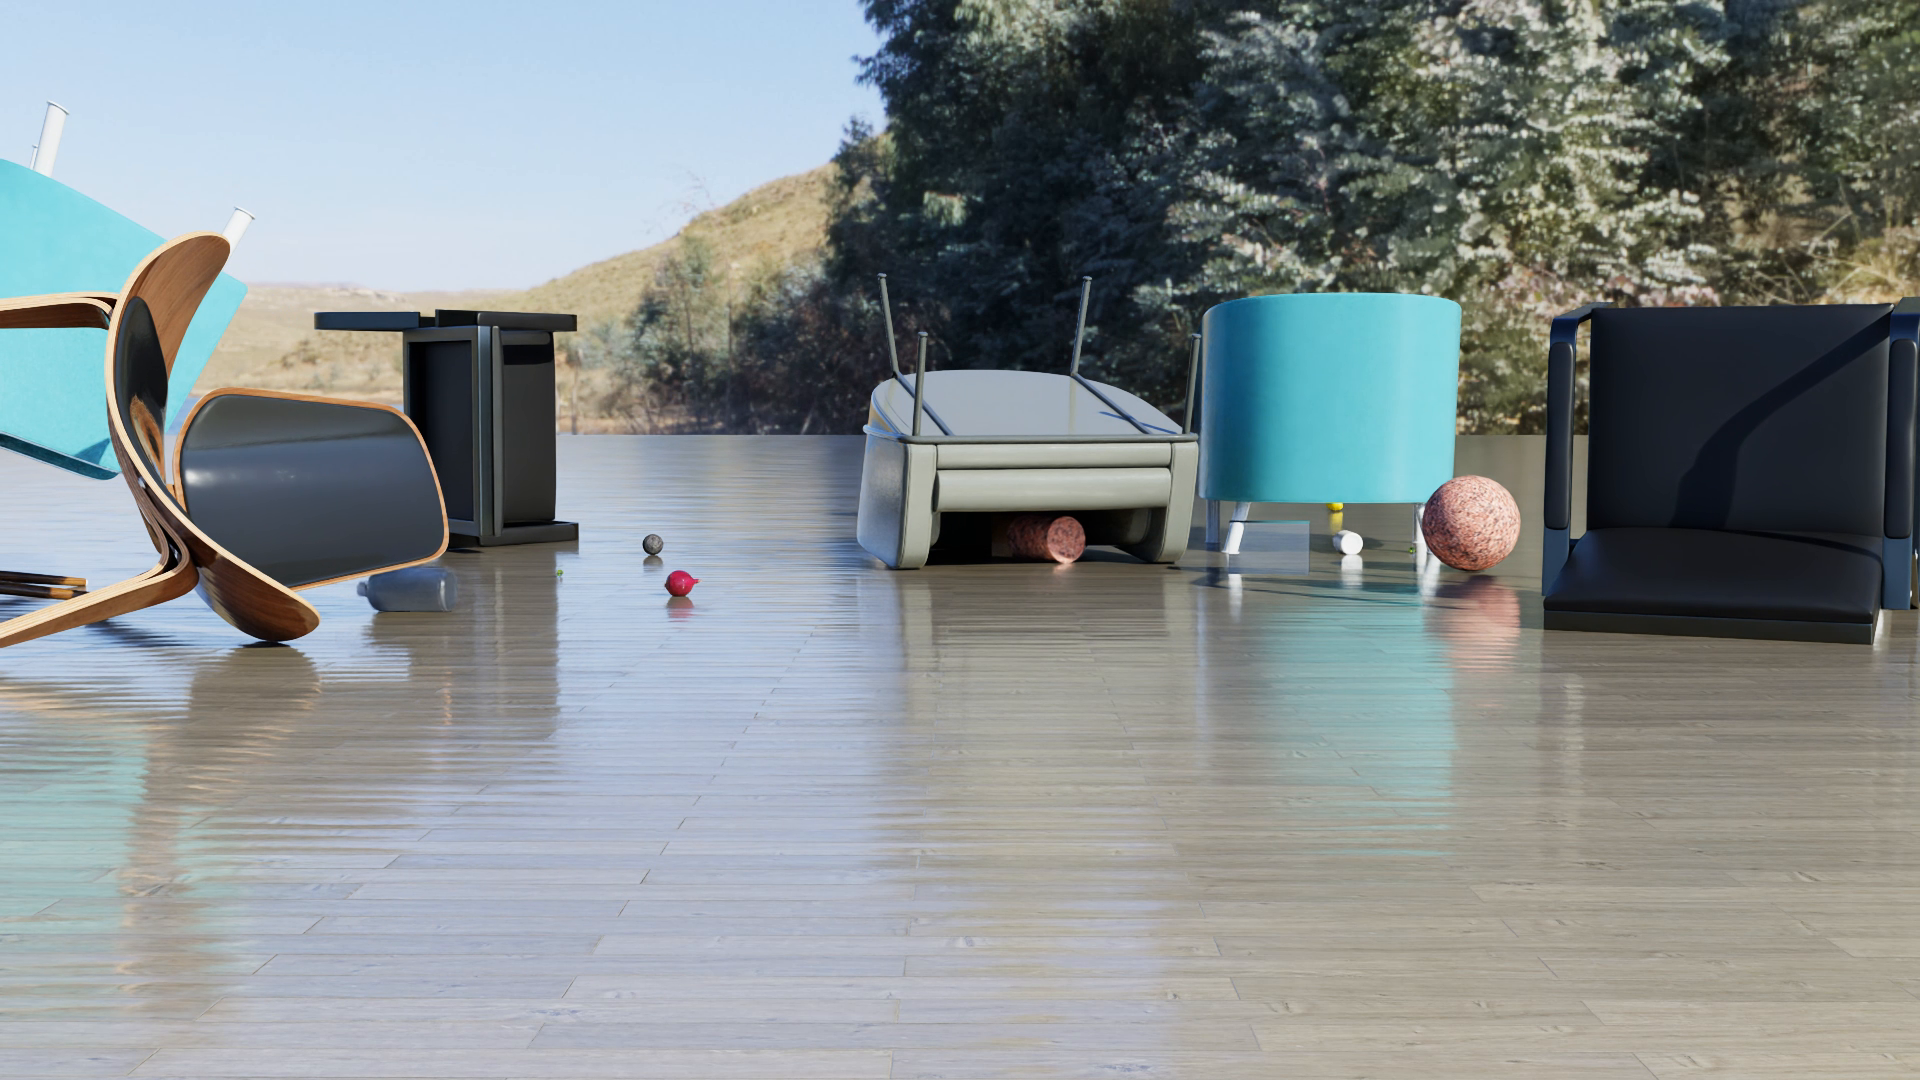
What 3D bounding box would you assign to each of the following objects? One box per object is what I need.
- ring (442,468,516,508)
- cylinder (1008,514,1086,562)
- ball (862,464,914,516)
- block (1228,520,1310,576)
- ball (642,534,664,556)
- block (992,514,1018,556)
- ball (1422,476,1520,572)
[{"bbox_3d":[-1.815,-0.193,8.297,0.284,0.144,0.259,-3,-3,38],"label":"ring"},{"bbox_3d":[0.224,-0.006,5.740,0.131,0.120,0.164,27,-13,-36],"label":"cylinder"},{"bbox_3d":[-0.254,-0.175,7.776,0.182,0.182,0.182,0,4,0],"label":"ball"},{"bbox_3d":[0.754,0.018,5.365,0.194,0.125,0.085,1,4,8],"label":"block"},{"bbox_3d":[-0.831,0.012,5.951,0.057,0.057,0.057,0,4,0],"label":"ball"},{"bbox_3d":[0.141,-0.014,5.937,0.069,0.111,0.094,3,5,37],"label":"block"},{"bbox_3d":[1.257,-0.041,5.412,0.237,0.237,0.237,0,4,0],"label":"ball"}]
